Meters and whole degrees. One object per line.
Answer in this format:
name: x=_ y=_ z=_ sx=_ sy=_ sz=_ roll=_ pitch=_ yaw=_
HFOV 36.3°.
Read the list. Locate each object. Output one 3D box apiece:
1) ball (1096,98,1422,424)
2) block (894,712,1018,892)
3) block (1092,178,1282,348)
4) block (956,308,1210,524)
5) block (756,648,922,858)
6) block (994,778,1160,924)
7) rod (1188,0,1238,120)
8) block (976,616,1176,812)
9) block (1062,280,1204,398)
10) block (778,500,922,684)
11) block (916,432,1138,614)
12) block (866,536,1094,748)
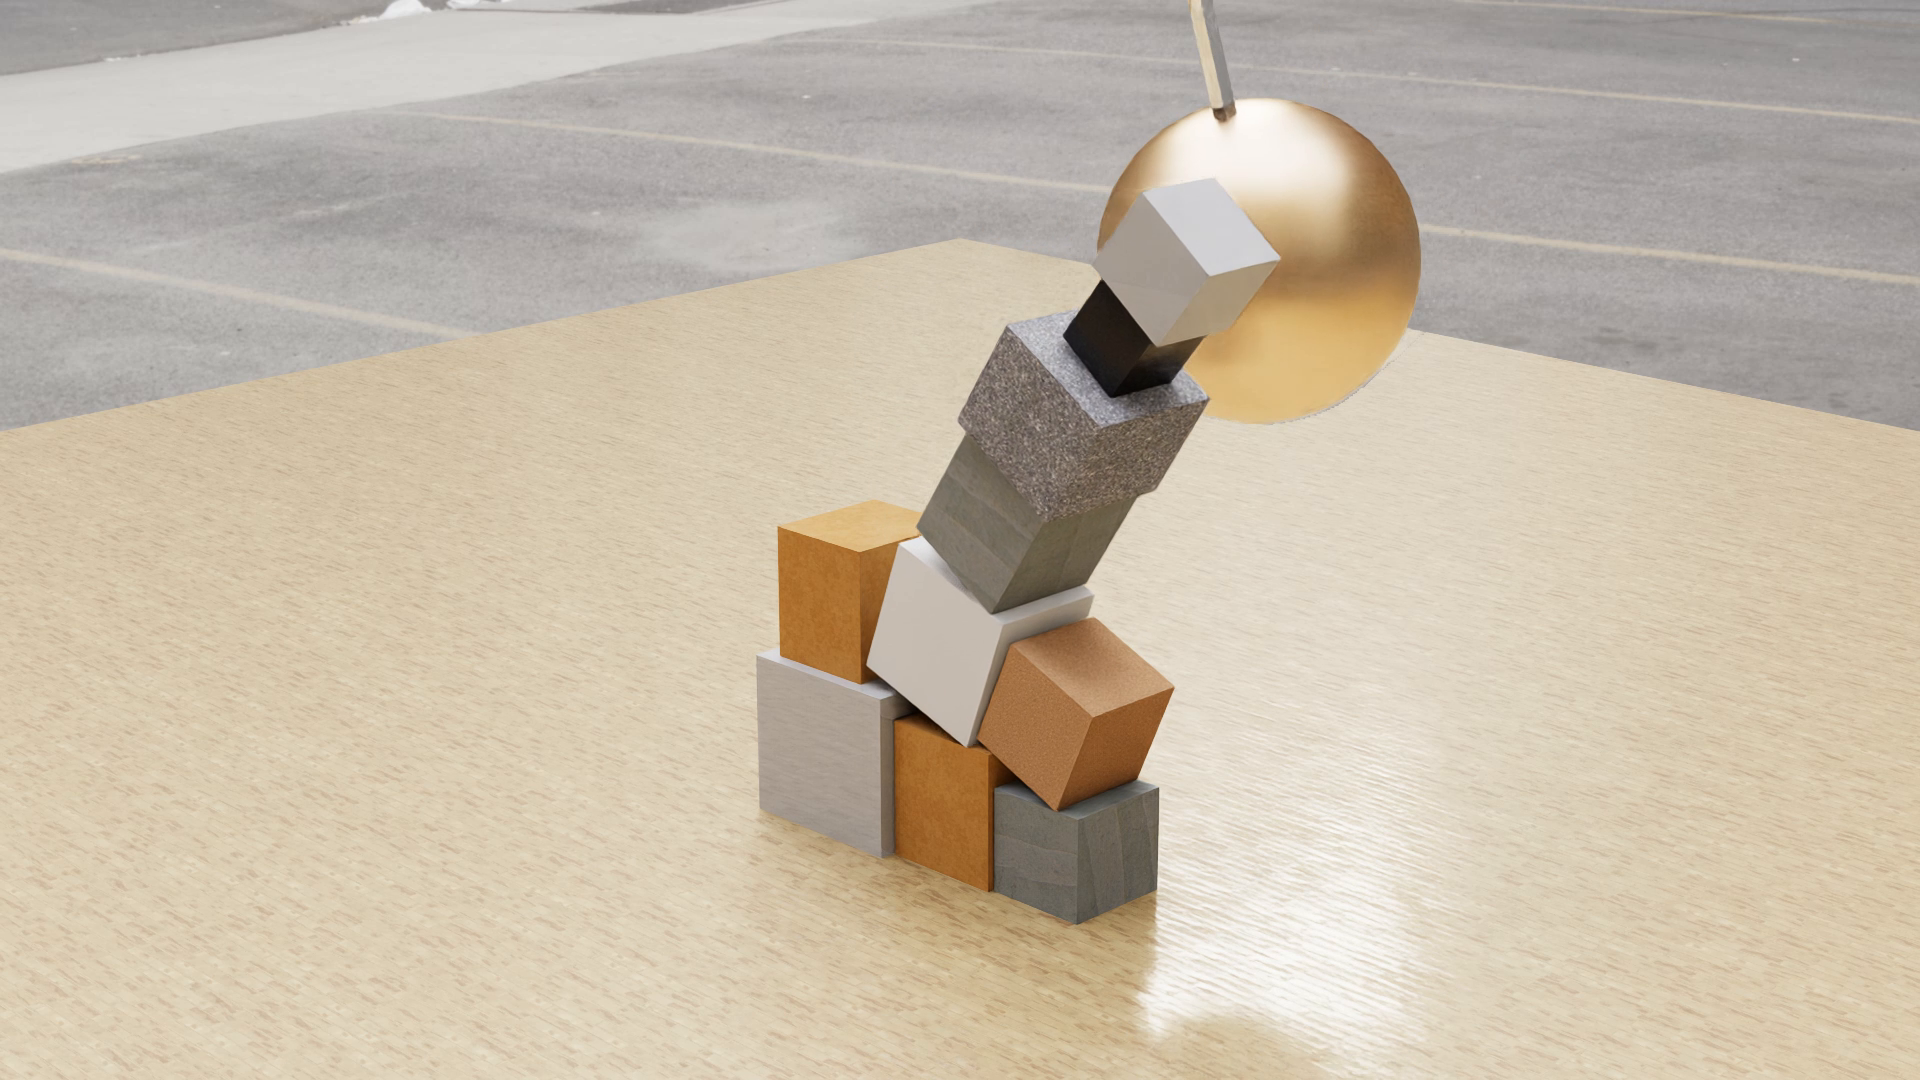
ball: x=1.467 y=-1.372 z=14.448 sx=1.600 sy=1.600 sz=1.600 roll=0 pitch=17 yaw=0
block: x=0.131 y=1.147 z=13.584 sx=0.620 sy=0.666 sz=0.605 roll=-17 pitch=24 yaw=-42
block: x=0.924 y=-1.139 z=11.998 sx=0.453 sy=0.432 sz=0.465 roll=-17 pitch=63 yaw=-43
block: x=0.527 y=-0.561 z=12.606 sx=0.693 sy=0.563 sz=0.646 roll=-17 pitch=56 yaw=-42
block: x=-0.392 y=0.931 z=14.066 sx=0.784 sy=0.789 sz=0.857 roll=-17 pitch=24 yaw=-42
block: x=0.525 y=1.349 z=13.217 sx=0.538 sy=0.501 sz=0.511 roll=-17 pitch=24 yaw=-42
rod: x=0.636 y=-4.166 z=12.699 sx=0.080 sy=5.200 sz=0.080 roll=17 pitch=44 yaw=42
block: x=0.512 y=0.768 z=13.045 sx=0.537 sy=0.544 sz=0.534 roll=-17 pitch=47 yaw=-42
block: x=0.755 y=-0.895 z=12.299 sx=0.384 sy=0.413 sz=0.356 roll=-16 pitch=62 yaw=-42
block: x=-0.436 y=0.237 z=13.882 sx=0.627 sy=0.645 sz=0.564 roll=-17 pitch=24 yaw=-42
block: x=0.306 y=-0.150 z=12.984 sx=0.616 sy=0.638 sz=0.560 roll=-17 pitch=56 yaw=-42
block: x=0.088 y=0.411 z=13.371 sx=0.597 sy=0.677 sz=0.691 roll=-17 pitch=43 yaw=-43
